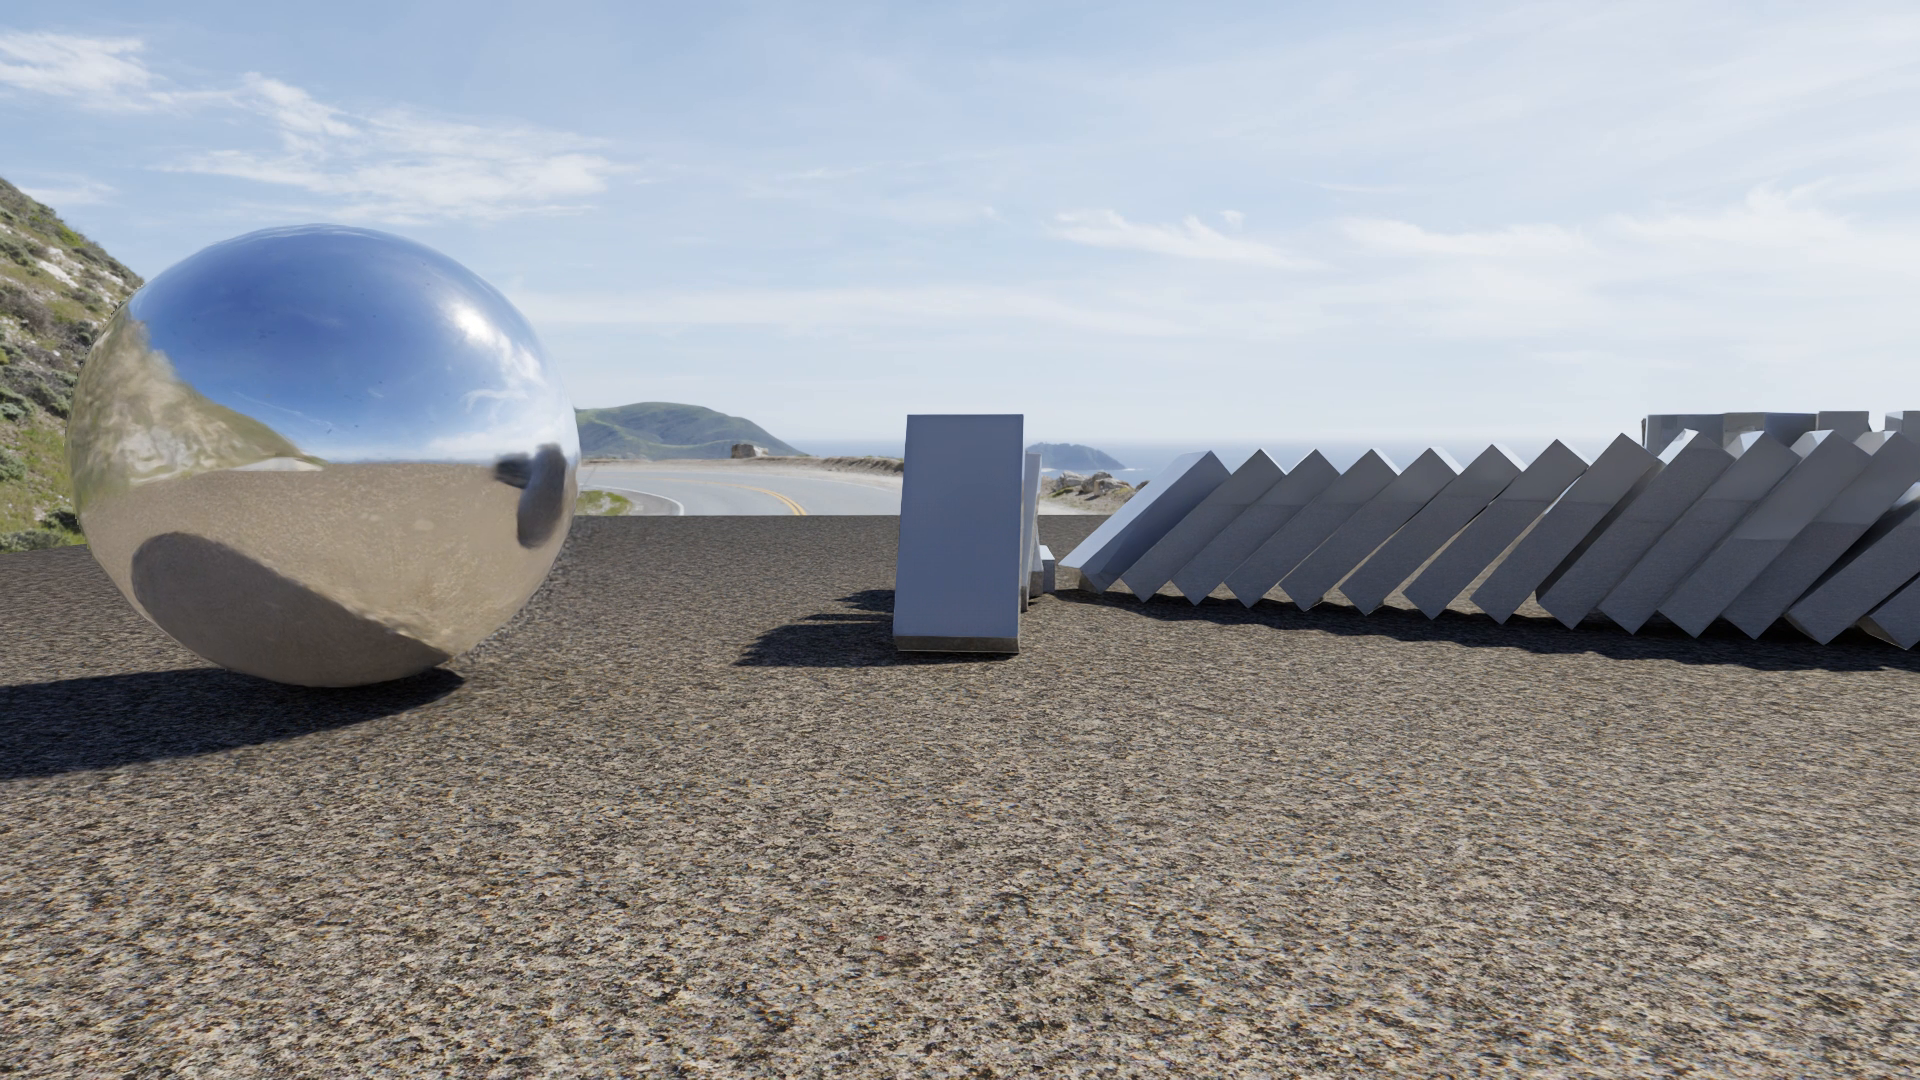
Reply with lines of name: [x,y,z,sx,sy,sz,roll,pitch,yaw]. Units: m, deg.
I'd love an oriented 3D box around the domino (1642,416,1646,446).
domino: [0.203,-0.010,0.356,0.025,0.050,0.009,3,13,34]

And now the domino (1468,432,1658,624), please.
domino: [0.143,-0.003,0.305,0.010,0.050,0.025,43,22,19]

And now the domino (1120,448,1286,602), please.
domino: [0.066,-0.004,0.349,0.050,0.009,0.025,-44,-7,13]

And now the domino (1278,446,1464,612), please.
domino: [0.106,-0.003,0.328,0.050,0.010,0.025,-46,-16,22]

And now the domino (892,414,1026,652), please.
domino: [0.000,-0.002,0.269,0.025,0.050,0.010,0,-23,6]

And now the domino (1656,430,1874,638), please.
domino: [0.175,-0.001,0.284,0.009,0.050,0.025,41,17,15]

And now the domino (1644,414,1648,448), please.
domino: [0.197,-0.008,0.344,0.025,0.050,0.009,2,8,25]

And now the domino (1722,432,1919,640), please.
domino: [0.188,-0.001,0.284,0.010,0.050,0.025,41,18,15]

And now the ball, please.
ball: [-0.108,-0.014,0.225,0.080,0.080,0.080,0,4,0]

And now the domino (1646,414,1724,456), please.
domino: [0.192,-0.007,0.331,0.025,0.050,0.009,1,5,9]

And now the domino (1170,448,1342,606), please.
domino: [0.079,-0.004,0.343,0.050,0.010,0.025,-44,-7,14]

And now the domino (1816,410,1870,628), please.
domino: [0.210,-0.006,0.307,0.010,0.050,0.025,4,6,32]

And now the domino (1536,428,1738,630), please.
domino: [0.155,-0.003,0.298,0.009,0.050,0.025,41,20,14]

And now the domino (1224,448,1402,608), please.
domino: [0.093,-0.003,0.336,0.050,0.009,0.025,-45,-12,19]

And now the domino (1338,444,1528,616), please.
domino: [0.119,-0.003,0.320,0.009,0.050,0.025,49,24,17]

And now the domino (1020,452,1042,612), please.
domino: [0.007,-0.003,0.342,0.025,0.010,0.050,3,45,7]

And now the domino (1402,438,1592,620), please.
domino: [0.131,-0.003,0.313,0.009,0.050,0.025,46,23,18]

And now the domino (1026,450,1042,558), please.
domino: [0.009,-0.006,0.372,0.025,0.009,0.050,-2,45,-1]

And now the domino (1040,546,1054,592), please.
domino: [0.015,0.008,0.393,0.025,0.009,0.050,0,4,1]

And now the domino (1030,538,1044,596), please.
domino: [0.007,-0.005,0.358,0.025,0.010,0.050,-5,45,-4]

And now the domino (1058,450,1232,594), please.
domino: [0.052,-0.005,0.367,0.050,0.009,0.025,-41,7,-6]

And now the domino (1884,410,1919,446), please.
domino: [0.223,-0.005,0.300,0.010,0.050,0.025,2,5,28]

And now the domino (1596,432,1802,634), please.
domino: [0.165,-0.002,0.291,0.009,0.050,0.025,41,18,14]

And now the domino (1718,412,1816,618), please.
domino: [0.198,-0.006,0.316,0.025,0.050,0.010,-3,6,-33]

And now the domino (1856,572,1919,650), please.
domino: [0.213,0.001,0.270,0.010,0.050,0.025,47,17,11]

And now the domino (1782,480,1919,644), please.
domino: [0.200,0.001,0.275,0.009,0.050,0.025,47,19,13]

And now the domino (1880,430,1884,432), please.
domino: [0.277,-0.009,0.361,0.025,0.050,0.009,-4,-19,-43]

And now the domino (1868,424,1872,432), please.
domino: [0.264,-0.010,0.367,0.009,0.050,0.025,-24,-9,30]
